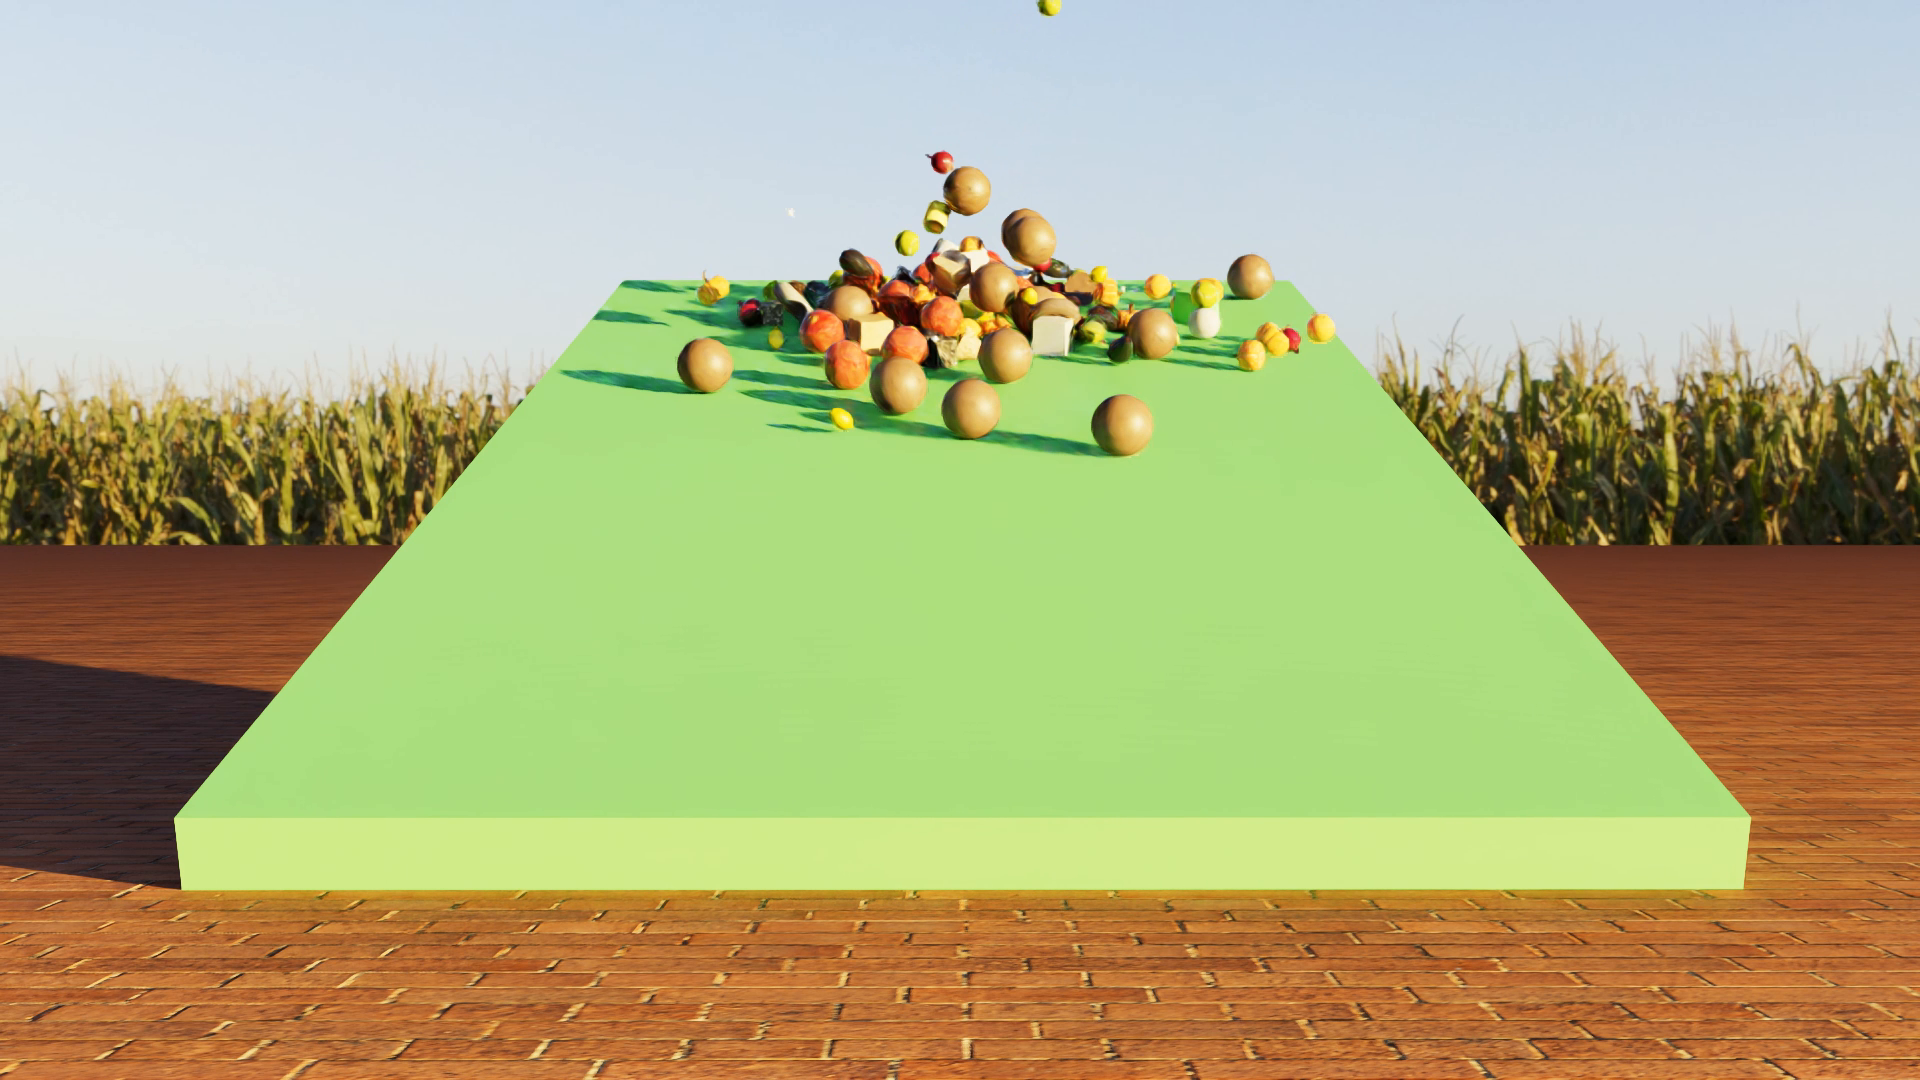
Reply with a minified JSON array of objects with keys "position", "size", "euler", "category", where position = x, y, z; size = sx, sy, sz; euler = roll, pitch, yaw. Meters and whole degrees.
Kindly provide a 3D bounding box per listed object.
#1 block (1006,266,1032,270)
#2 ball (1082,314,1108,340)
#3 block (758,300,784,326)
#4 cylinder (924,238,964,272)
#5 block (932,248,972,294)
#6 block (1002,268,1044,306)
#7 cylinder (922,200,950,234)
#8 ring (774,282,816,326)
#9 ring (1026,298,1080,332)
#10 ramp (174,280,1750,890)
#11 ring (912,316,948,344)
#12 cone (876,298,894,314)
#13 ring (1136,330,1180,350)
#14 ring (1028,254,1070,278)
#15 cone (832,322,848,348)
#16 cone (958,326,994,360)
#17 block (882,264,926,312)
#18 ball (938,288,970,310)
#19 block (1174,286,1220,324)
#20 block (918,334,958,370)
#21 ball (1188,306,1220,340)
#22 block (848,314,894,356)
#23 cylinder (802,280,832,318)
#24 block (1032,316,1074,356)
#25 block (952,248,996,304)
[{"position":[0.177,-0.770,6.505],"size":[0.062,0.062,0.062],"euler":[-10,19,-31],"category":"block"},{"position":[0.352,-0.556,5.771],"size":[0.066,0.066,0.066],"euler":[0,0,0],"category":"ball"},{"position":[-0.509,-0.610,5.964],"size":[0.058,0.058,0.058],"euler":[-4,17,-15],"category":"block"},{"position":[-0.044,-0.811,6.390],"size":[0.087,0.087,0.087],"euler":[28,-4,2],"category":"cylinder"},{"position":[-0.021,-0.699,5.754],"size":[0.074,0.074,0.074],"euler":[-37,55,-28],"category":"block"},{"position":[0.178,-0.717,6.280],"size":[0.085,0.085,0.085],"euler":[-9,20,-29],"category":"block"},{"position":[-0.063,-0.861,5.903],"size":[0.062,0.062,0.062],"euler":[13,-29,7],"category":"cylinder"},{"position":[-0.442,-0.634,5.939],"size":[0.049,0.146,0.146],"euler":[-44,1,0],"category":"ring"},{"position":[0.242,-0.571,5.728],"size":[0.141,0.047,0.141],"euler":[-5,-38,-4],"category":"ring"},{"position":[-0.002,-0.166,4.740],"size":[2.000,0.100,4.000],"euler":[0,16,0],"category":"ramp"},{"position":[-0.078,-0.537,5.701],"size":[0.102,0.102,0.034],"euler":[0,-41,27],"category":"ring"},{"position":[-0.198,-0.641,6.136],"size":[0.050,0.050,0.050],"euler":[0,-15,41],"category":"cone"},{"position":[0.509,-0.516,5.690],"size":[0.110,0.037,0.110],"euler":[1,17,0],"category":"ring"},{"position":[0.256,-0.779,6.306],"size":[0.127,0.042,0.127],"euler":[17,14,-5],"category":"ring"},{"position":[-0.297,-0.532,5.690],"size":[0.063,0.063,0.063],"euler":[0,18,0],"category":"cone"},{"position":[0.043,-0.469,5.514],"size":[0.099,0.099,0.099],"euler":[27,-2,-4],"category":"cone"},{"position":[-0.155,-0.702,6.170],"size":[0.087,0.087,0.087],"euler":[32,14,-9],"category":"block"},{"position":[-0.014,-0.690,6.182],"size":[0.090,0.090,0.090],"euler":[0,0,0],"category":"ball"},{"position":[0.641,-0.631,5.991],"size":[0.087,0.087,0.087],"euler":[-16,22,-42],"category":"block"},{"position":[-0.054,-0.463,5.451],"size":[0.068,0.068,0.068],"euler":[-12,20,-35],"category":"block"},{"position":[0.636,-0.565,5.771],"size":[0.085,0.085,0.085],"euler":[0,0,0],"category":"ball"},{"position":[-0.225,-0.518,5.605],"size":[0.087,0.087,0.087],"euler":[-7,18,-24],"category":"block"},{"position":[-0.397,-0.657,6.053],"size":[0.073,0.073,0.073],"euler":[20,34,-14],"category":"cylinder"},{"position":[0.235,-0.516,5.601],"size":[0.085,0.085,0.085],"euler":[6,17,18],"category":"block"},{"position":[0.026,-0.709,5.944],"size":[0.099,0.099,0.099],"euler":[-14,-14,-16],"category":"block"}]
